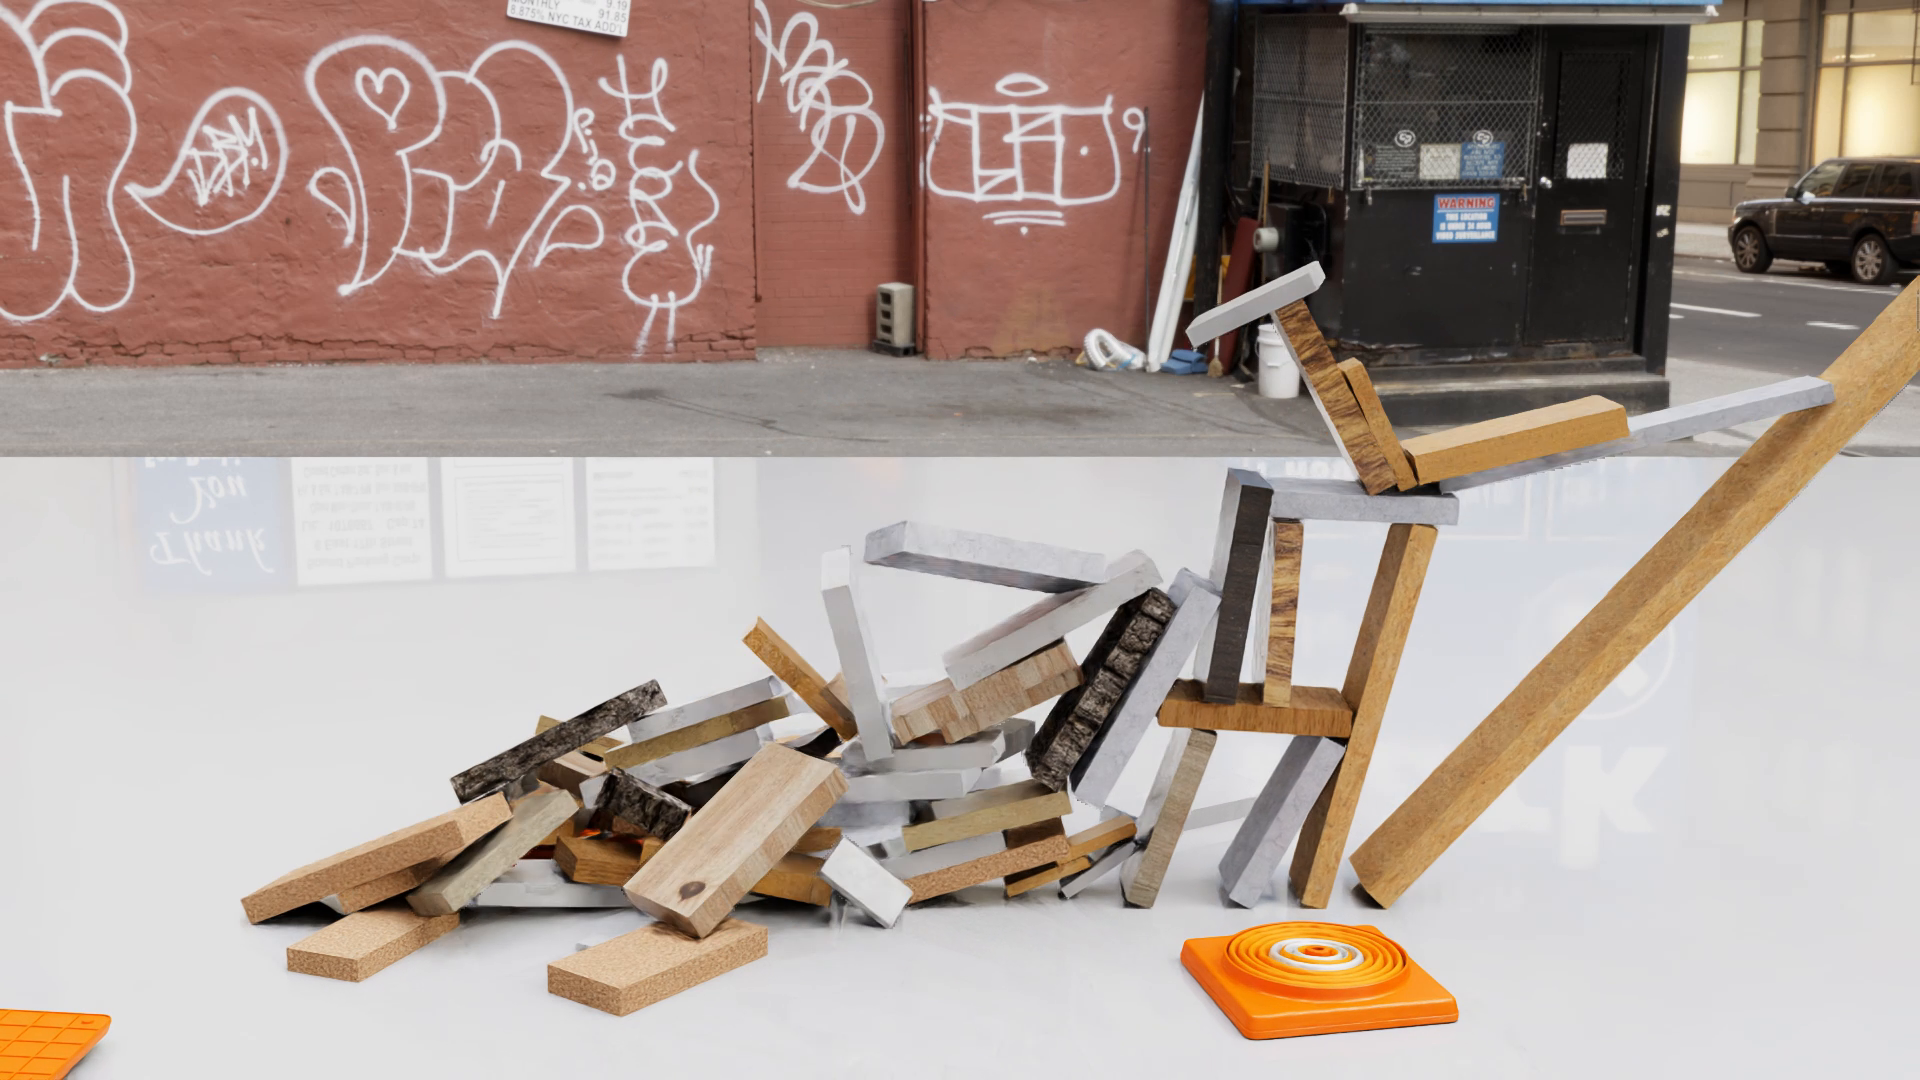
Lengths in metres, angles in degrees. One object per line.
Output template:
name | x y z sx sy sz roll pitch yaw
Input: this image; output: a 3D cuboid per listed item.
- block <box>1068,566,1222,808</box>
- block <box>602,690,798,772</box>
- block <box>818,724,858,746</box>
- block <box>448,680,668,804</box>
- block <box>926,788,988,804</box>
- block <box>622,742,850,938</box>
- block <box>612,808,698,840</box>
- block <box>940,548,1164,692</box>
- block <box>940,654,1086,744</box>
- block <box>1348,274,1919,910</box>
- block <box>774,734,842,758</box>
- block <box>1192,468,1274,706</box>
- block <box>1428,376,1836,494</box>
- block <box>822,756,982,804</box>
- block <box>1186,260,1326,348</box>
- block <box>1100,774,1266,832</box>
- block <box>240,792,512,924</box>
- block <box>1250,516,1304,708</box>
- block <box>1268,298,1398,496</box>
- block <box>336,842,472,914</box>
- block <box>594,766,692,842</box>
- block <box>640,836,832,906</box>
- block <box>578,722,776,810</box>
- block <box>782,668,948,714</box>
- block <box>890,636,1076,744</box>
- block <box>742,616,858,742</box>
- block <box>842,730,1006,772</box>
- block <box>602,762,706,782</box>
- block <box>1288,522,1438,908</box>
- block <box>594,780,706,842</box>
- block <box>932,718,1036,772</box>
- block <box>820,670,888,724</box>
block | 0.298 0.238 3.598 0.050 0.391 0.178 29 8 -5
block | -0.437 0.324 3.725 0.319 0.035 0.124 -18 0 2
block | -0.281 0.415 4.560 0.068 0.019 0.459 4 11 23
block | -0.680 0.342 3.741 0.345 0.049 0.172 -26 -1 9
block | -0.096 0.477 4.177 0.287 0.037 0.130 -2 11 -10
block | -0.352 0.468 3.469 0.172 0.049 0.344 13 48 45
block | -0.455 0.476 3.657 0.232 0.033 0.116 12 4 -3
block | 0.147 0.129 3.599 0.375 0.044 0.154 -28 7 0
block | 0.083 0.260 3.623 0.247 0.035 0.123 -24 7 1
block | 1.246 -0.042 3.557 0.047 1.688 0.166 42 8 -7
block | -0.283 0.441 4.142 0.163 0.046 0.358 -7 13 -33
block | 0.441 0.073 3.578 0.050 0.356 0.178 8 10 -2
block | 1.072 -0.170 3.541 0.633 0.030 0.107 -13 10 3
block | -0.128 0.392 3.631 0.301 0.043 0.150 -4 7 12
block | 0.466 -0.372 3.463 0.214 0.030 0.107 -24 9 22
block | 0.430 0.494 4.085 0.326 0.037 0.131 -7 13 -33
block | -0.936 0.510 3.529 0.425 0.044 0.155 -21 4 19
block | 0.515 0.109 3.578 0.042 0.297 0.148 3 11 -1
block | 0.590 -0.238 3.513 0.047 0.333 0.166 -28 9 7
block | -0.901 0.544 3.594 0.131 0.037 0.261 -22 0 8
block | -0.514 0.430 3.567 0.143 0.072 0.020 27 28 0
block | -0.363 0.536 3.627 0.312 0.043 0.150 12 4 -2
block | -0.475 0.378 3.715 0.310 0.044 0.155 -18 0 3
block | -0.255 0.341 4.907 0.479 0.037 0.130 -5 11 -23
block | 0.037 0.238 3.615 0.309 0.044 0.154 -24 7 3
block | -0.268 0.235 3.733 0.248 0.035 0.124 44 2 -7
block | -0.059 0.348 3.622 0.247 0.035 0.123 -3 7 12
block | -0.566 0.444 4.145 0.130 0.037 0.260 46 25 11
block | 0.658 0.276 3.609 0.042 0.649 0.149 14 10 -2
block | -0.507 0.472 3.820 0.232 0.116 0.033 16 -1 1
block | -0.004 0.394 4.194 0.163 0.046 0.327 6 12 29
block | -0.180 0.249 3.721 0.020 0.072 0.143 -43 2 30
